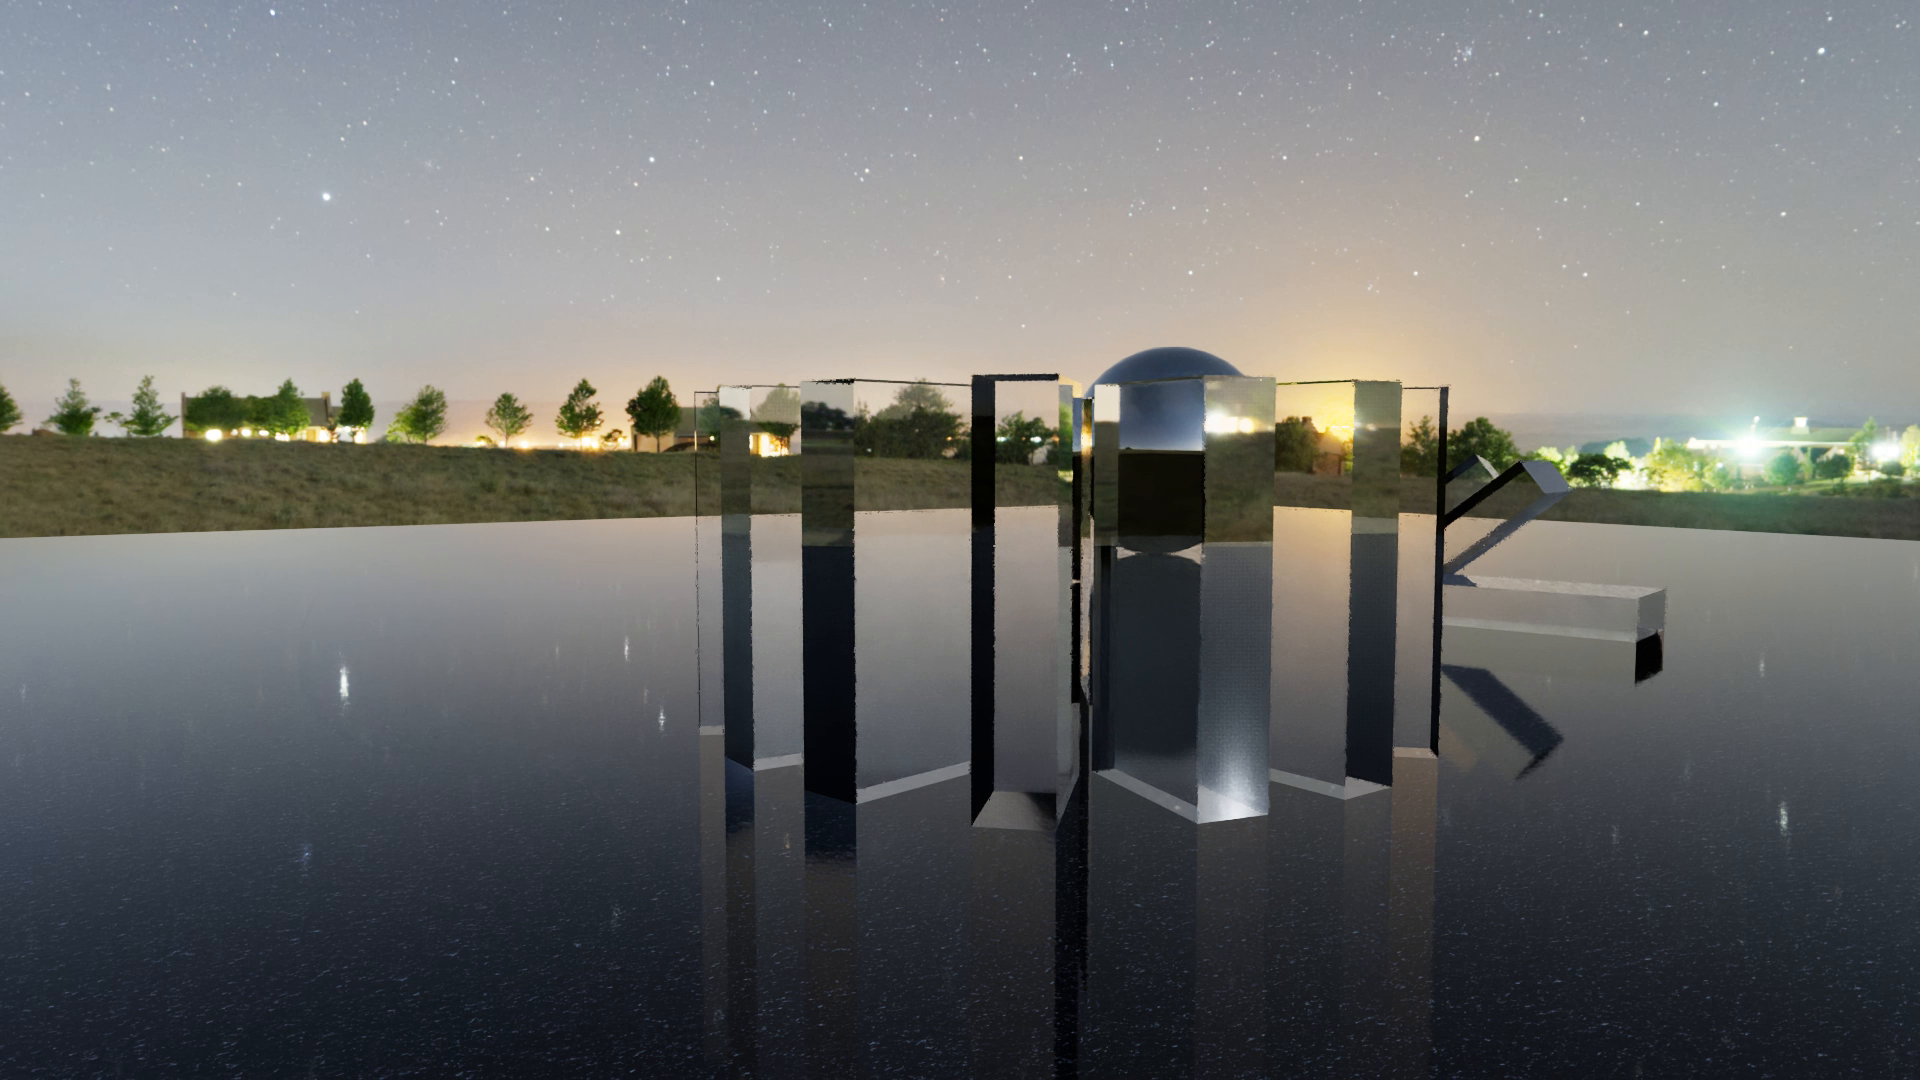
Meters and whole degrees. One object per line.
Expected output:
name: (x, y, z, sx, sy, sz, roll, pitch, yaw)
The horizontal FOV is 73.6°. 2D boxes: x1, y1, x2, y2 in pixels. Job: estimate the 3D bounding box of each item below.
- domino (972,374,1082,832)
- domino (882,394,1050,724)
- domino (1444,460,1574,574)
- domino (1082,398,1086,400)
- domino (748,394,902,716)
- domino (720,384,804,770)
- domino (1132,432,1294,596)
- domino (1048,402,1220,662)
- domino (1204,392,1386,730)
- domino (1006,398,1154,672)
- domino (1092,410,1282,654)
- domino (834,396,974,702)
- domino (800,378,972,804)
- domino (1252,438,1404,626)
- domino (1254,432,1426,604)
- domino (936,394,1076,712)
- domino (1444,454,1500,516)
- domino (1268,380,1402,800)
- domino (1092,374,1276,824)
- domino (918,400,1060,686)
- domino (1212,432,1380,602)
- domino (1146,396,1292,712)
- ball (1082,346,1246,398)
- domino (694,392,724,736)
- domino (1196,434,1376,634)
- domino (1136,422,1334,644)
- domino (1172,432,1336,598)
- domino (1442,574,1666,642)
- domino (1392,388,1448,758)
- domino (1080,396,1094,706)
domino: (0.008, 0.006, 0.152, 0.009, 0.050, 0.025, 1, 4, 11)
domino: (0.001, 0.003, 0.198, 0.025, 0.050, 0.009, 1, 6, 7)
domino: (0.126, -0.001, 0.321, 0.025, 0.009, 0.050, -5, -32, -50)
domino: (0.014, -0.001, 0.244, 0.009, 0.050, 0.025, -13, 11, -36)
domino: (-0.022, 0.002, 0.210, 0.025, 0.050, 0.010, 3, 5, 35)
domino: (-0.019, 0.004, 0.176, 0.025, 0.050, 0.010, -3, 5, -34)
domino: (0.071, -0.007, 0.361, 0.010, 0.050, 0.025, 43, 25, 23)
domino: (0.035, -0.002, 0.256, 0.010, 0.050, 0.025, -24, 17, -33)
domino: (0.051, 0.003, 0.197, 0.025, 0.050, 0.009, -1, 4, -18)
domino: (0.023, -0.002, 0.249, 0.010, 0.050, 0.025, -13, 11, -36)
domino: (0.047, -0.002, 0.265, 0.010, 0.050, 0.025, -35, 24, -31)
domino: (-0.010, 0.001, 0.222, 0.009, 0.050, 0.025, -6, 7, -38)
domino: (-0.007, 0.005, 0.162, 0.010, 0.050, 0.025, 4, 6, 43)
domino: (0.085, -0.001, 0.294, 0.025, 0.050, 0.010, 3, 46, 30)
domino: (0.101, -0.006, 0.342, 0.010, 0.050, 0.025, 43, 25, 23)
domino: (0.007, 0.001, 0.215, 0.009, 0.050, 0.025, -5, 6, -31)
domino: (0.117, -0.003, 0.334, 0.050, 0.010, 0.025, -39, -19, 23)
domino: (0.042, 0.005, 0.164, 0.010, 0.050, 0.025, -3, 5, -37)
domino: (0.026, 0.006, 0.155, 0.010, 0.050, 0.025, -2, 5, -22)
domino: (0.005, 0.000, 0.235, 0.010, 0.050, 0.025, -7, 8, -43)
domino: (0.091, -0.006, 0.348, 0.009, 0.050, 0.025, 43, 25, 23)
domino: (0.043, 0.002, 0.213, 0.025, 0.050, 0.010, -4, 6, -39)
ball: (0.082, -0.035, 0.499, 0.080, 0.080, 0.080, 0, 4, 0)
domino: (-0.027, 0.003, 0.193, 0.025, 0.050, 0.010, -1, 4, -10)
domino: (0.073, -0.001, 0.284, 0.025, 0.050, 0.010, 4, 45, 39)
domino: (0.059, -0.001, 0.274, 0.025, 0.050, 0.009, 5, 41, 49)
domino: (0.081, -0.007, 0.355, 0.009, 0.050, 0.025, 43, 25, 23)
domino: (0.134, 0.015, 0.301, 0.050, 0.010, 0.025, 4, 6, 41)
domino: (0.053, 0.004, 0.179, 0.025, 0.050, 0.010, 1, 4, 10)
domino: (0.026, 0.001, 0.219, 0.010, 0.050, 0.025, 0, 4, 1)
